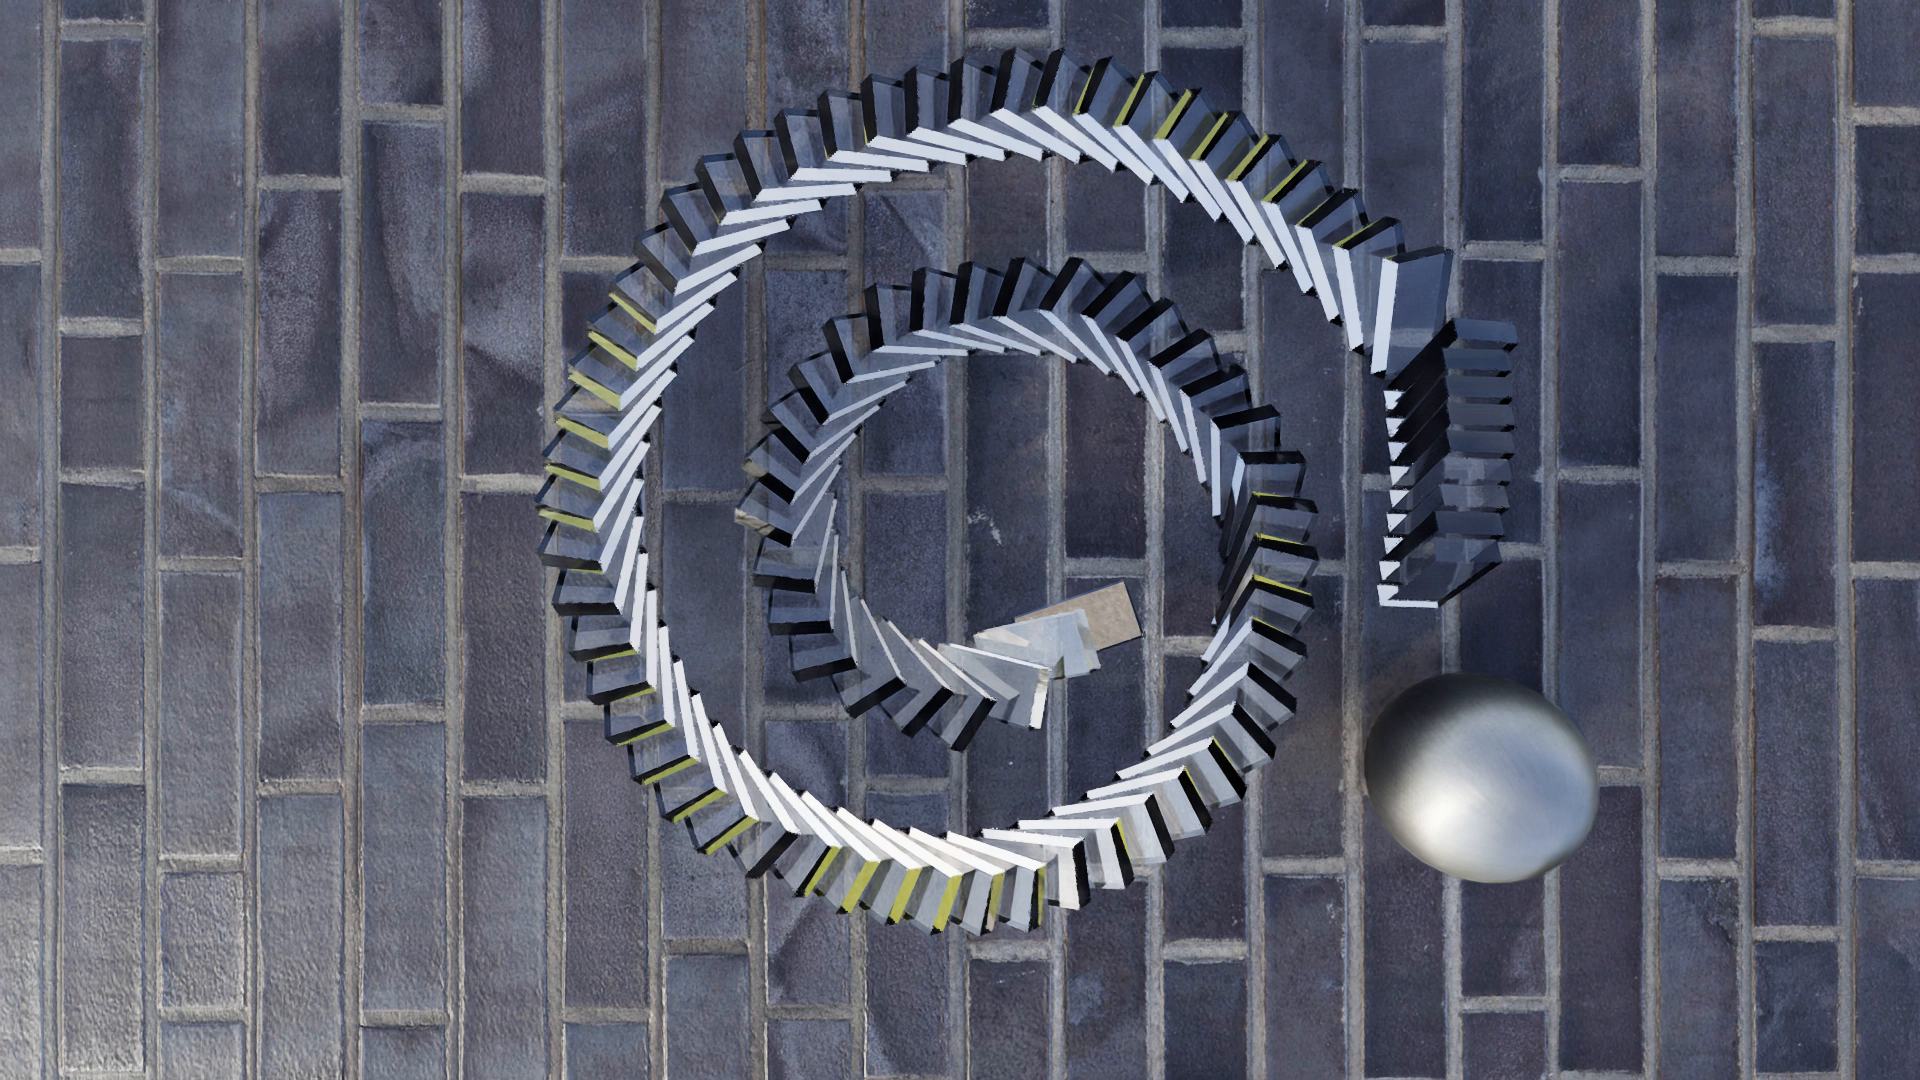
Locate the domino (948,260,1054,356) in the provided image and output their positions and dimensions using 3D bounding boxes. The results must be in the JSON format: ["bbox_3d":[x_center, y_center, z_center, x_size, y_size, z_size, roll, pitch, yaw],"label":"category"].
[{"bbox_3d":[0.020,-0.095,0.381,0.050,0.010,0.025,9,90,-37],"label":"domino"}]

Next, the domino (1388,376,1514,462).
[{"bbox_3d":[0.200,-0.049,0.375,0.025,0.050,0.010,2,65,0],"label":"domino"}]

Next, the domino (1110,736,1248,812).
[{"bbox_3d":[0.090,0.102,0.381,0.050,0.009,0.025,-33,91,36],"label":"domino"}]

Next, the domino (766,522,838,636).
[{"bbox_3d":[-0.065,0.015,0.381,0.025,0.009,0.050,-3,53,0],"label":"domino"}]

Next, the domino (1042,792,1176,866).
[{"bbox_3d":[0.061,0.122,0.381,0.050,0.010,0.025,-21,90,36],"label":"domino"}]

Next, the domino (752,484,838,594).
[{"bbox_3d":[-0.068,-0.002,0.381,0.025,0.009,0.050,7,52,0],"label":"domino"}]

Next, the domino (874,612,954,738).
[{"bbox_3d":[-0.027,0.055,0.381,0.025,0.009,0.050,-47,51,0],"label":"domino"}]

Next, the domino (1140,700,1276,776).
[{"bbox_3d":[0.102,0.089,0.381,0.025,0.009,0.050,48,127,-1],"label":"domino"}]

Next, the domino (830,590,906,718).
[{"bbox_3d":[-0.044,0.046,0.381,0.025,0.010,0.050,-32,51,0],"label":"domino"}]

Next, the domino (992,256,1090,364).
[{"bbox_3d":[0.038,-0.095,0.381,0.050,0.009,0.025,19,90,-37],"label":"domino"}]

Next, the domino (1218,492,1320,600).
[{"bbox_3d":[0.127,0.005,0.381,0.025,0.009,0.050,8,126,-1],"label":"domino"}]

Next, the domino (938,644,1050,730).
[{"bbox_3d":[0.012,0.060,0.382,0.050,0.009,0.025,10,90,34],"label":"domino"}]

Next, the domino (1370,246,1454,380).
[{"bbox_3d":[0.187,-0.094,0.381,0.025,0.009,0.050,-15,123,-8],"label":"domino"}]

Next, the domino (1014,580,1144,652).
[{"bbox_3d":[0.051,0.037,0.395,0.050,0.010,0.025,-19,90,0],"label":"domino"}]

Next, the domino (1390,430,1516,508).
[{"bbox_3d":[0.200,-0.027,0.375,0.025,0.050,0.009,2,65,0],"label":"domino"}]

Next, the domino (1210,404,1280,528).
[{"bbox_3d":[0.119,-0.030,0.381,0.025,0.009,0.050,-13,128,0],"label":"domino"}]

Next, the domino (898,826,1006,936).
[{"bbox_3d":[-0.007,0.141,0.381,0.050,0.010,0.025,12,91,36],"label":"domino"}]

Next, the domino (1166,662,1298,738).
[{"bbox_3d":[0.112,0.074,0.381,0.025,0.010,0.050,39,127,0],"label":"domino"}]

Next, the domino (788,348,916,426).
[{"bbox_3d":[-0.044,-0.069,0.381,0.050,0.009,0.025,-33,90,-38],"label":"domino"}]

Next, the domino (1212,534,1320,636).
[{"bbox_3d":[0.126,0.022,0.381,0.025,0.010,0.050,14,126,-1],"label":"domino"}]

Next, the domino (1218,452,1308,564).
[{"bbox_3d":[0.125,-0.013,0.381,0.025,0.010,0.050,-1,127,-1],"label":"domino"}]

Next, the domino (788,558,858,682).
[{"bbox_3d":[-0.058,0.033,0.381,0.025,0.009,0.050,-14,52,0],"label":"domino"}]

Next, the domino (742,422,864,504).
[{"bbox_3d":[-0.065,-0.040,0.381,0.025,0.010,0.050,36,52,0],"label":"domino"}]

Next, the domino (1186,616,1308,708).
[{"bbox_3d":[0.118,0.057,0.381,0.025,0.009,0.050,28,126,0],"label":"domino"}]

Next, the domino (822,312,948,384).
[{"bbox_3d":[-0.031,-0.082,0.381,0.050,0.010,0.025,-20,90,-39],"label":"domino"}]

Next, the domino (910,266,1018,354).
[{"bbox_3d":[0.003,-0.095,0.381,0.050,0.010,0.025,3,90,-38],"label":"domino"}]

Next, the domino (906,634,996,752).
[{"bbox_3d":[-0.011,0.063,0.380,0.050,0.010,0.025,34,92,39],"label":"domino"}]

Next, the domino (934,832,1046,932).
[{"bbox_3d":[0.011,0.141,0.381,0.050,0.010,0.025,6,91,36],"label":"domino"}]

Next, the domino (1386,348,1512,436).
[{"bbox_3d":[0.199,-0.059,0.375,0.025,0.050,0.010,2,65,0],"label":"domino"}]

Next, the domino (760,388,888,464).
[{"bbox_3d":[-0.056,-0.055,0.381,0.025,0.009,0.050,46,52,0],"label":"domino"}]

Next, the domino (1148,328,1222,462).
[{"bbox_3d":[0.098,-0.060,0.381,0.025,0.009,0.050,-32,127,0],"label":"domino"}]

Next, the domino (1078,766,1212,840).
[{"bbox_3d":[0.076,0.113,0.381,0.050,0.009,0.025,-27,90,36],"label":"domino"}]

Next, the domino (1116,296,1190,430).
[{"bbox_3d":[0.086,-0.073,0.381,0.025,0.010,0.050,-39,127,0],"label":"domino"}]

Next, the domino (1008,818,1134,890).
[{"bbox_3d":[0.045,0.130,0.382,0.050,0.009,0.025,-14,90,36],"label":"domino"}]

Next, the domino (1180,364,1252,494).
[{"bbox_3d":[0.109,-0.046,0.381,0.025,0.010,0.050,-24,127,0],"label":"domino"}]

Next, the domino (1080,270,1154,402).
[{"bbox_3d":[0.073,-0.084,0.381,0.025,0.010,0.050,-45,127,-1],"label":"domino"}]

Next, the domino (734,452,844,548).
[{"bbox_3d":[-0.070,-0.023,0.381,0.025,0.010,0.050,25,52,0],"label":"domino"}]

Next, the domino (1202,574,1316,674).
[{"bbox_3d":[0.123,0.040,0.381,0.025,0.010,0.050,19,126,-1],"label":"domino"}]

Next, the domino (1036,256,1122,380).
[{"bbox_3d":[0.057,-0.091,0.381,0.050,0.010,0.025,33,90,-38],"label":"domino"}]

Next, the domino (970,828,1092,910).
[{"bbox_3d":[0.029,0.136,0.381,0.050,0.009,0.025,-8,90,37],"label":"domino"}]

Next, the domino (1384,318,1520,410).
[{"bbox_3d":[0.199,-0.070,0.374,0.025,0.050,0.009,4,65,-6],"label":"domino"}]

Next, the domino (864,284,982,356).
[{"bbox_3d":[-0.015,-0.091,0.381,0.050,0.010,0.025,-6,89,-38],"label":"domino"}]

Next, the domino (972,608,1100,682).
[{"bbox_3d":[0.031,0.046,0.382,0.050,0.009,0.025,-16,90,35],"label":"domino"}]

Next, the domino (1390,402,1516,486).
[{"bbox_3d":[0.200,-0.038,0.375,0.025,0.050,0.010,2,65,0],"label":"domino"}]
